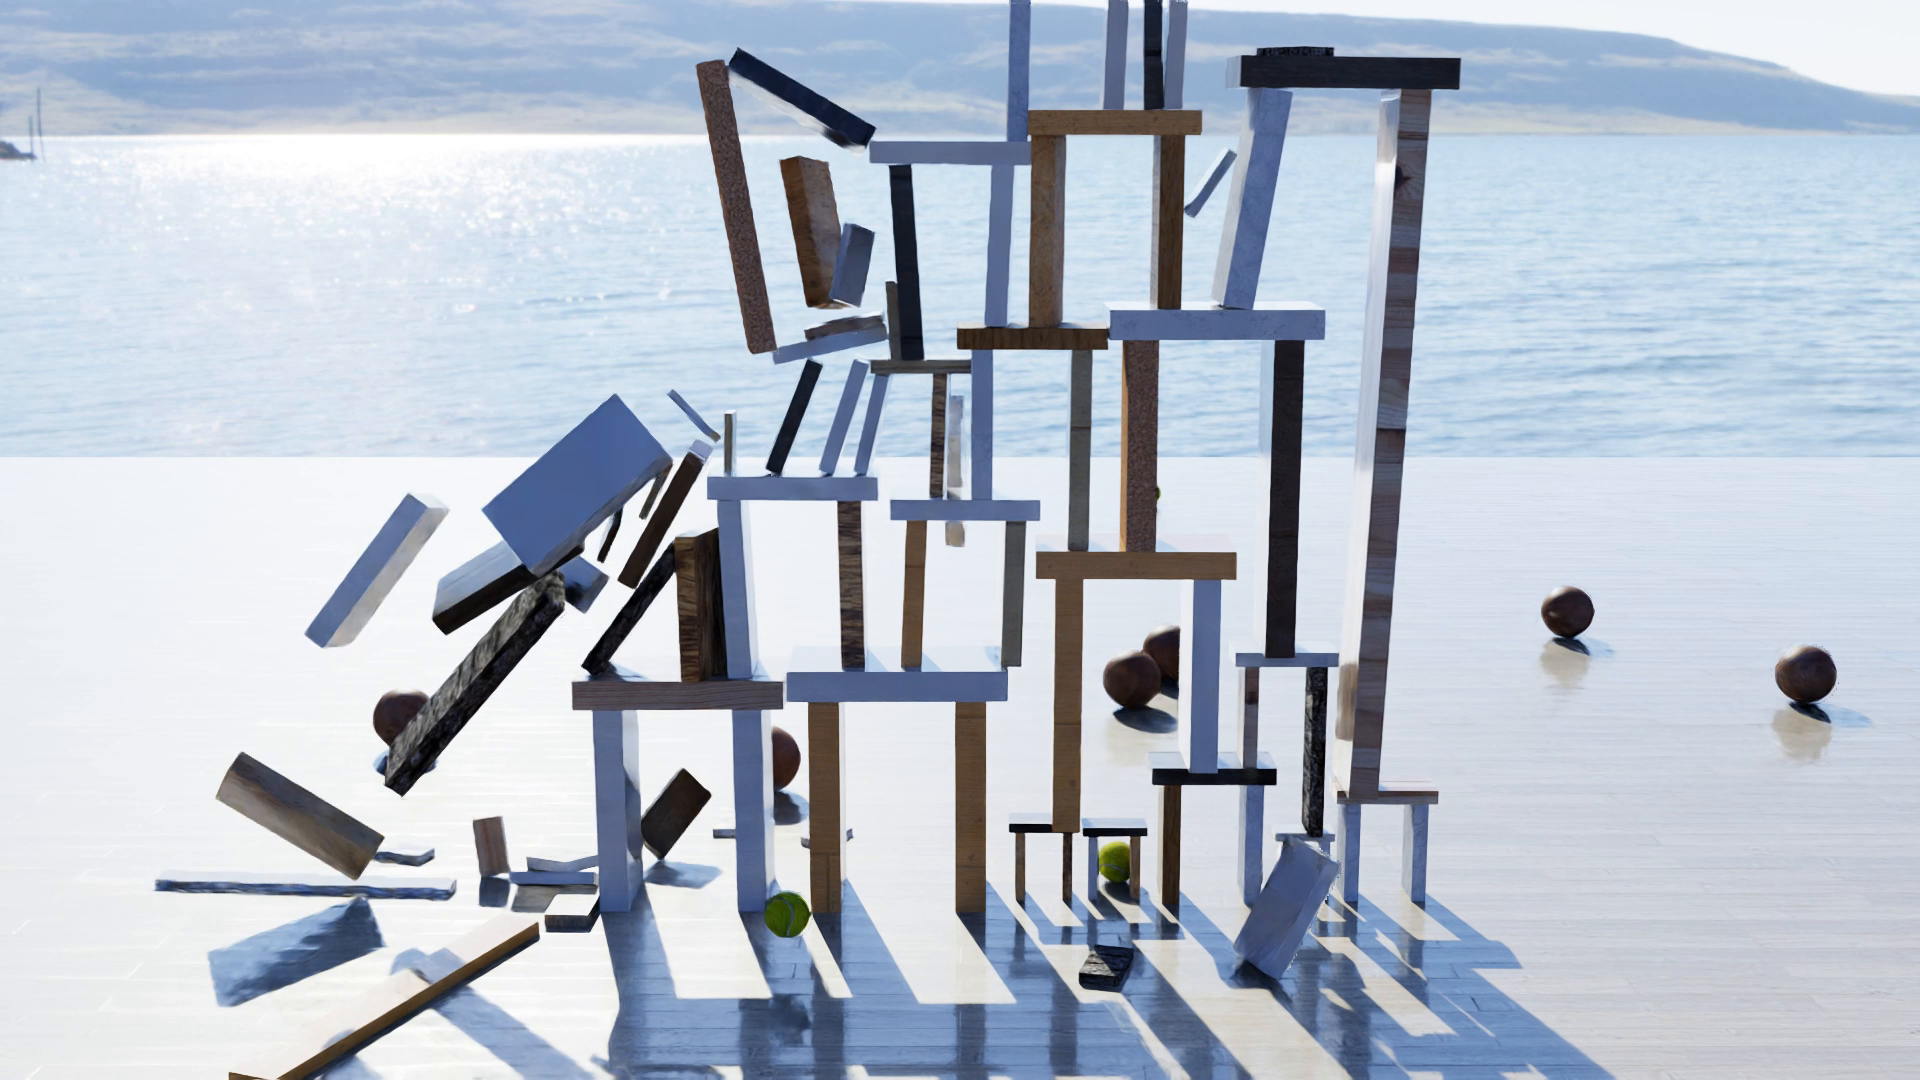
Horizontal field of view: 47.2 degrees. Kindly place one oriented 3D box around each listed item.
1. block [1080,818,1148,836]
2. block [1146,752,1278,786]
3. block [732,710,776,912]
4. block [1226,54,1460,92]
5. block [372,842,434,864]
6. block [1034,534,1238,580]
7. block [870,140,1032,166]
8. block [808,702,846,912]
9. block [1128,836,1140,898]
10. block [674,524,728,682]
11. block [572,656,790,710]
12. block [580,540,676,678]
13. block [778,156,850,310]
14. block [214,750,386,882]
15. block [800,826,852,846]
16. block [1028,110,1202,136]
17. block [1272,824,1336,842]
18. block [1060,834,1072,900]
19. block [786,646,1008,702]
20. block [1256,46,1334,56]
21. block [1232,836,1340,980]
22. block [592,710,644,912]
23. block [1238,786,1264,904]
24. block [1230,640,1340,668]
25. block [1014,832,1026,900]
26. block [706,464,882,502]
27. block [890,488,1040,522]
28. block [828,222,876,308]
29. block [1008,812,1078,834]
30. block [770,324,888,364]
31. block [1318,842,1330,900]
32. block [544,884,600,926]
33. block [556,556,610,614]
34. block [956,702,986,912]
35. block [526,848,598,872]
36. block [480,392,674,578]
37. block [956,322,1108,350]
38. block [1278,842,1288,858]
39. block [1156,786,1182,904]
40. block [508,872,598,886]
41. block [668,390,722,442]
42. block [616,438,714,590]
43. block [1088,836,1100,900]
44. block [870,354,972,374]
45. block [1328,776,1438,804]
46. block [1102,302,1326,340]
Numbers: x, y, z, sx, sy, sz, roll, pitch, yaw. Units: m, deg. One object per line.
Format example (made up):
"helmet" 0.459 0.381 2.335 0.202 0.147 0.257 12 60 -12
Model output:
"block" 0.255 0.477 3.650 0.107 0.015 0.054 0 11 -1
"block" 0.414 0.376 3.628 0.203 0.029 0.102 0 11 0
"block" -0.341 0.423 3.638 0.048 0.338 0.169 -1 11 0
"block" 0.592 -0.726 3.423 0.335 0.047 0.167 1 11 -1
"block" -0.978 0.548 3.857 0.099 0.014 0.050 3 11 18
"block" 0.281 0.026 3.565 0.319 0.045 0.159 0 11 2
"block" -0.015 -0.610 3.462 0.249 0.035 0.125 0 10 -1
"block" -0.218 0.417 3.634 0.050 0.354 0.177 0 11 0
"block" 0.291 0.537 3.662 0.015 0.107 0.054 0 11 1
"block" -0.415 0.100 3.539 0.033 0.236 0.118 2 11 17
"block" -0.453 0.234 3.601 0.338 0.048 0.169 0 11 -1
"block" -0.526 0.109 3.572 0.033 0.236 0.118 36 9 -6
"block" -0.235 -0.505 3.631 0.035 0.244 0.122 -11 0 21
"block" -1.084 0.455 3.611 0.269 0.038 0.135 33 -37 -9
"block" -0.239 0.531 3.948 0.047 0.013 0.094 7 12 32
"block" 0.239 -0.653 3.441 0.266 0.038 0.133 0 11 1
"block" 0.569 0.486 3.648 0.099 0.014 0.049 0 11 1
"block" 0.177 0.534 3.655 0.016 0.115 0.058 0 11 0
"block" -0.101 0.218 3.596 0.354 0.050 0.177 0 11 0
"block" 0.527 -0.767 3.464 0.059 0.017 0.119 -6 12 -31
"block" 0.493 0.555 3.328 0.028 0.195 0.098 27 1 -30
"block" -0.565 0.424 3.638 0.048 0.338 0.169 0 11 0
"block" 0.482 0.490 3.651 0.029 0.203 0.102 0 11 1
"block" 0.528 0.186 3.590 0.167 0.024 0.084 0 11 0
"block" 0.100 0.534 3.656 0.016 0.115 0.058 0 11 0
"block" -0.265 -0.093 3.541 0.271 0.038 0.135 0 11 0
"block" 0.007 -0.058 3.544 0.239 0.034 0.119 0 11 -1
"block" -0.170 -0.434 3.476 0.017 0.122 0.061 11 -1 36
"block" 0.138 0.469 3.645 0.115 0.016 0.058 0 10 1
"block" -0.211 -0.314 3.516 0.185 0.026 0.093 -13 8 -6
"block" 0.604 0.542 3.658 0.014 0.099 0.050 0 11 1
"block" -0.627 0.596 3.584 0.071 0.020 0.141 0 11 2
"block" -0.638 0.066 3.647 0.021 0.074 0.148 37 -6 -37
"block" 0.017 0.417 3.634 0.050 0.354 0.177 0 11 0
"block" -0.677 0.549 3.765 0.071 0.020 0.141 -9 3 -39
"block" -0.603 -0.087 3.463 0.140 0.281 0.040 47 -4 23
"block" 0.113 -0.325 3.498 0.238 0.034 0.119 0 11 0
"block" 0.538 0.542 3.658 0.014 0.099 0.049 0 11 1
"block" 0.347 0.490 3.649 0.029 0.203 0.102 0 11 0
"block" -0.675 0.566 3.671 0.141 0.020 0.071 0 -13 1
"block" -0.424 -0.197 3.510 0.097 0.014 0.049 45 -1 16
"block" -0.473 -0.042 3.535 0.033 0.236 0.118 29 19 -6
"block" 0.222 0.538 3.656 0.015 0.107 0.054 1 11 7
"block" -0.062 -0.280 3.506 0.159 0.023 0.080 0 10 1
"block" 0.700 0.414 3.640 0.166 0.024 0.083 0 11 1
"block" 0.400 -0.349 3.498 0.335 0.047 0.167 0 11 0
